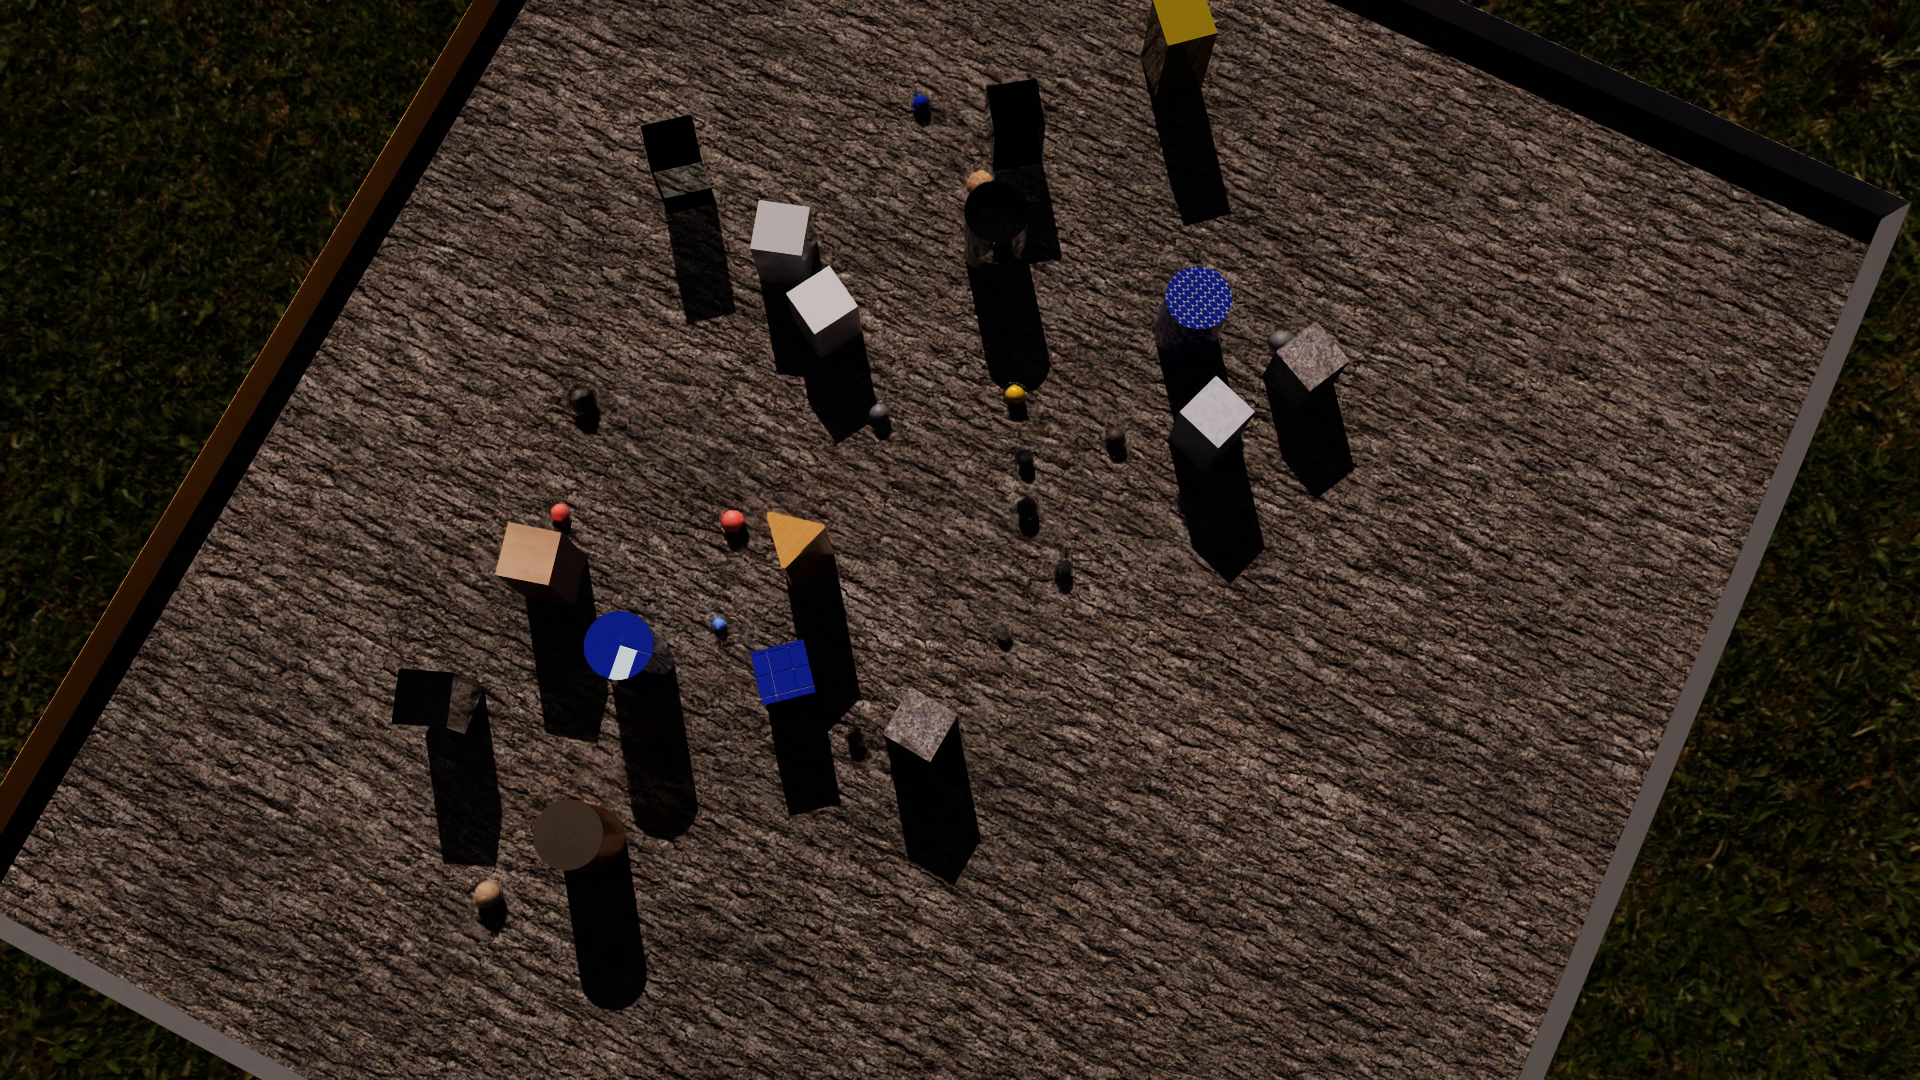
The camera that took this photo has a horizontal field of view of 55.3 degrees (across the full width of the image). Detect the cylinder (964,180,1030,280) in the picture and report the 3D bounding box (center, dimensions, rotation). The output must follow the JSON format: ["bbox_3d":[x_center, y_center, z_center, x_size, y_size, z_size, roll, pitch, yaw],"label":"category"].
[{"bbox_3d":[0.110,-0.949,5.643,0.196,0.332,0.196,0,78,0],"label":"cylinder"}]

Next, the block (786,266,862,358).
[{"bbox_3d":[-0.415,-0.698,5.635,0.157,0.248,0.157,-34,80,-7],"label":"block"}]

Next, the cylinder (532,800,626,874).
[{"bbox_3d":[-1.089,0.854,5.261,0.196,0.351,0.196,0,78,0],"label":"cylinder"}]

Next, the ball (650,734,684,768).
[{"bbox_3d":[-0.869,0.627,5.437,0.098,0.098,0.098,0,78,0],"label":"ball"}]

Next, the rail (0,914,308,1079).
[{"bbox_3d":[-1.009,1.982,5.140,4.344,0.127,0.045,26,80,5],"label":"rail"}]

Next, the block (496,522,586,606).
[{"bbox_3d":[-1.232,0.076,5.411,0.157,0.371,0.157,11,79,2],"label":"block"}]

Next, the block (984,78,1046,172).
[{"bbox_3d":[0.170,-1.297,5.738,0.157,0.287,0.157,-9,78,-2],"label":"block"}]

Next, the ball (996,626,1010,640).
[{"bbox_3d":[0.132,0.282,5.537,0.042,0.042,0.042,0,78,0],"label":"ball"}]

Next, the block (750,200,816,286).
[{"bbox_3d":[-0.543,-0.914,5.665,0.157,0.276,0.157,8,78,2],"label":"block"}]

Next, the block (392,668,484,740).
[{"bbox_3d":[-1.519,0.481,5.345,0.157,0.337,0.157,4,78,1],"label":"block"}]

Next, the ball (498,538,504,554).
[{"bbox_3d":[-1.357,0.028,5.566,0.088,0.088,0.088,0,78,0],"label":"ball"}]

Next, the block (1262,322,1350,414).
[{"bbox_3d":[1.055,-0.525,5.600,0.157,0.245,0.157,-37,81,-7],"label":"block"}]

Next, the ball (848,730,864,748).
[{"bbox_3d":[-0.312,0.594,5.468,0.050,0.050,0.050,0,78,0],"label":"ball"}]

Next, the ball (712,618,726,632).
[{"bbox_3d":[-0.728,0.256,5.543,0.041,0.041,0.041,0,78,0],"label":"ball"}]

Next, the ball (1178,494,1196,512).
[{"bbox_3d":[0.694,-0.113,5.611,0.057,0.057,0.057,0,78,0],"label":"ball"}]

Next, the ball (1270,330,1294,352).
[{"bbox_3d":[1.004,-0.615,5.704,0.078,0.078,0.078,0,78,0],"label":"ball"}]

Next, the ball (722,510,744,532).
[{"bbox_3d":[-0.692,-0.058,5.593,0.070,0.070,0.070,0,78,0],"label":"ball"}]

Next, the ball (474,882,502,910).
[{"bbox_3d":[-1.382,1.039,5.360,0.081,0.081,0.081,0,78,0],"label":"ball"}]

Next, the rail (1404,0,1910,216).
[{"bbox_3d":[1.009,-1.969,5.958,4.344,0.127,0.045,26,80,5],"label":"rail"}]

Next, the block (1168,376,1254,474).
[{"bbox_3d":[0.755,-0.345,5.529,0.157,0.311,0.157,44,82,8],"label":"block"}]

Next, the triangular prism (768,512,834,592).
[{"bbox_3d":[-0.497,0.011,5.414,0.147,0.393,0.170,43,81,8],"label":"triangular prism"}]

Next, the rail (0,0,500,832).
[{"bbox_3d":[-1.922,-0.934,5.744,0.045,0.127,4.558,26,80,5],"label":"rail"}]

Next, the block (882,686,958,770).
[{"bbox_3d":[-0.113,0.553,5.347,0.157,0.303,0.157,30,80,6],"label":"block"}]

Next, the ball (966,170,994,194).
[{"bbox_3d":[0.066,-1.123,5.802,0.092,0.092,0.092,0,78,0],"label":"ball"}]

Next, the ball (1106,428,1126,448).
[{"bbox_3d":[0.480,-0.315,5.651,0.061,0.061,0.061,0,78,0],"label":"ball"}]

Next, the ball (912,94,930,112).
[{"bbox_3d":[-0.126,-1.400,5.878,0.055,0.055,0.055,0,78,0],"label":"ball"}]

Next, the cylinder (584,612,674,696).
[{"bbox_3d":[-0.963,0.336,5.352,0.196,0.382,0.196,0,78,0],"label":"cylinder"}]

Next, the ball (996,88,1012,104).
[{"bbox_3d":[0.140,-1.427,5.888,0.047,0.047,0.047,0,78,0],"label":"ball"}]

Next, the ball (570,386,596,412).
[{"bbox_3d":[-1.167,-0.435,5.666,0.080,0.080,0.080,0,78,0],"label":"ball"}]

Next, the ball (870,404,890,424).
[{"bbox_3d":[-0.250,-0.390,5.666,0.061,0.061,0.061,0,78,0],"label":"ball"}]

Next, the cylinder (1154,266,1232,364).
[{"bbox_3d":[0.707,-0.683,5.587,0.196,0.334,0.196,0,78,0],"label":"cylinder"}]

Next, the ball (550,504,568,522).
[{"bbox_3d":[-1.226,-0.083,5.606,0.054,0.054,0.054,0,78,0],"label":"ball"}]

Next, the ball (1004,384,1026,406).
[{"bbox_3d":[0.170,-0.449,5.677,0.063,0.063,0.063,0,78,0],"label":"ball"}]

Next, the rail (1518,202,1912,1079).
[{"bbox_3d":[1.922,0.948,5.354,0.045,0.127,4.558,26,80,5],"label":"rail"}]

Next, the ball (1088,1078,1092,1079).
[{"bbox_3d":[0.374,1.581,5.255,0.068,0.068,0.068,0,78,0],"label":"ball"}]

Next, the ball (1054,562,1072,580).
[{"bbox_3d":[0.313,0.094,5.570,0.053,0.053,0.053,0,78,0],"label":"ball"}]

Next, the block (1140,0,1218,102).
[{"bbox_3d":[0.682,-1.549,5.742,0.157,0.383,0.157,-15,79,-3],"label":"block"}]

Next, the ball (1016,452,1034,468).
[{"bbox_3d":[0.201,-0.245,5.641,0.052,0.052,0.052,0,78,0],"label":"ball"}]

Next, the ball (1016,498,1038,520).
[{"bbox_3d":[0.205,-0.096,5.603,0.065,0.065,0.065,0,78,0],"label":"ball"}]

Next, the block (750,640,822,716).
[{"bbox_3d":[-0.509,0.407,5.395,0.157,0.269,0.157,-14,79,-3],"label":"block"}]

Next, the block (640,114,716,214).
[{"bbox_3d":[-0.871,-1.163,5.690,0.157,0.327,0.157,-13,79,-3],"label":"block"}]
